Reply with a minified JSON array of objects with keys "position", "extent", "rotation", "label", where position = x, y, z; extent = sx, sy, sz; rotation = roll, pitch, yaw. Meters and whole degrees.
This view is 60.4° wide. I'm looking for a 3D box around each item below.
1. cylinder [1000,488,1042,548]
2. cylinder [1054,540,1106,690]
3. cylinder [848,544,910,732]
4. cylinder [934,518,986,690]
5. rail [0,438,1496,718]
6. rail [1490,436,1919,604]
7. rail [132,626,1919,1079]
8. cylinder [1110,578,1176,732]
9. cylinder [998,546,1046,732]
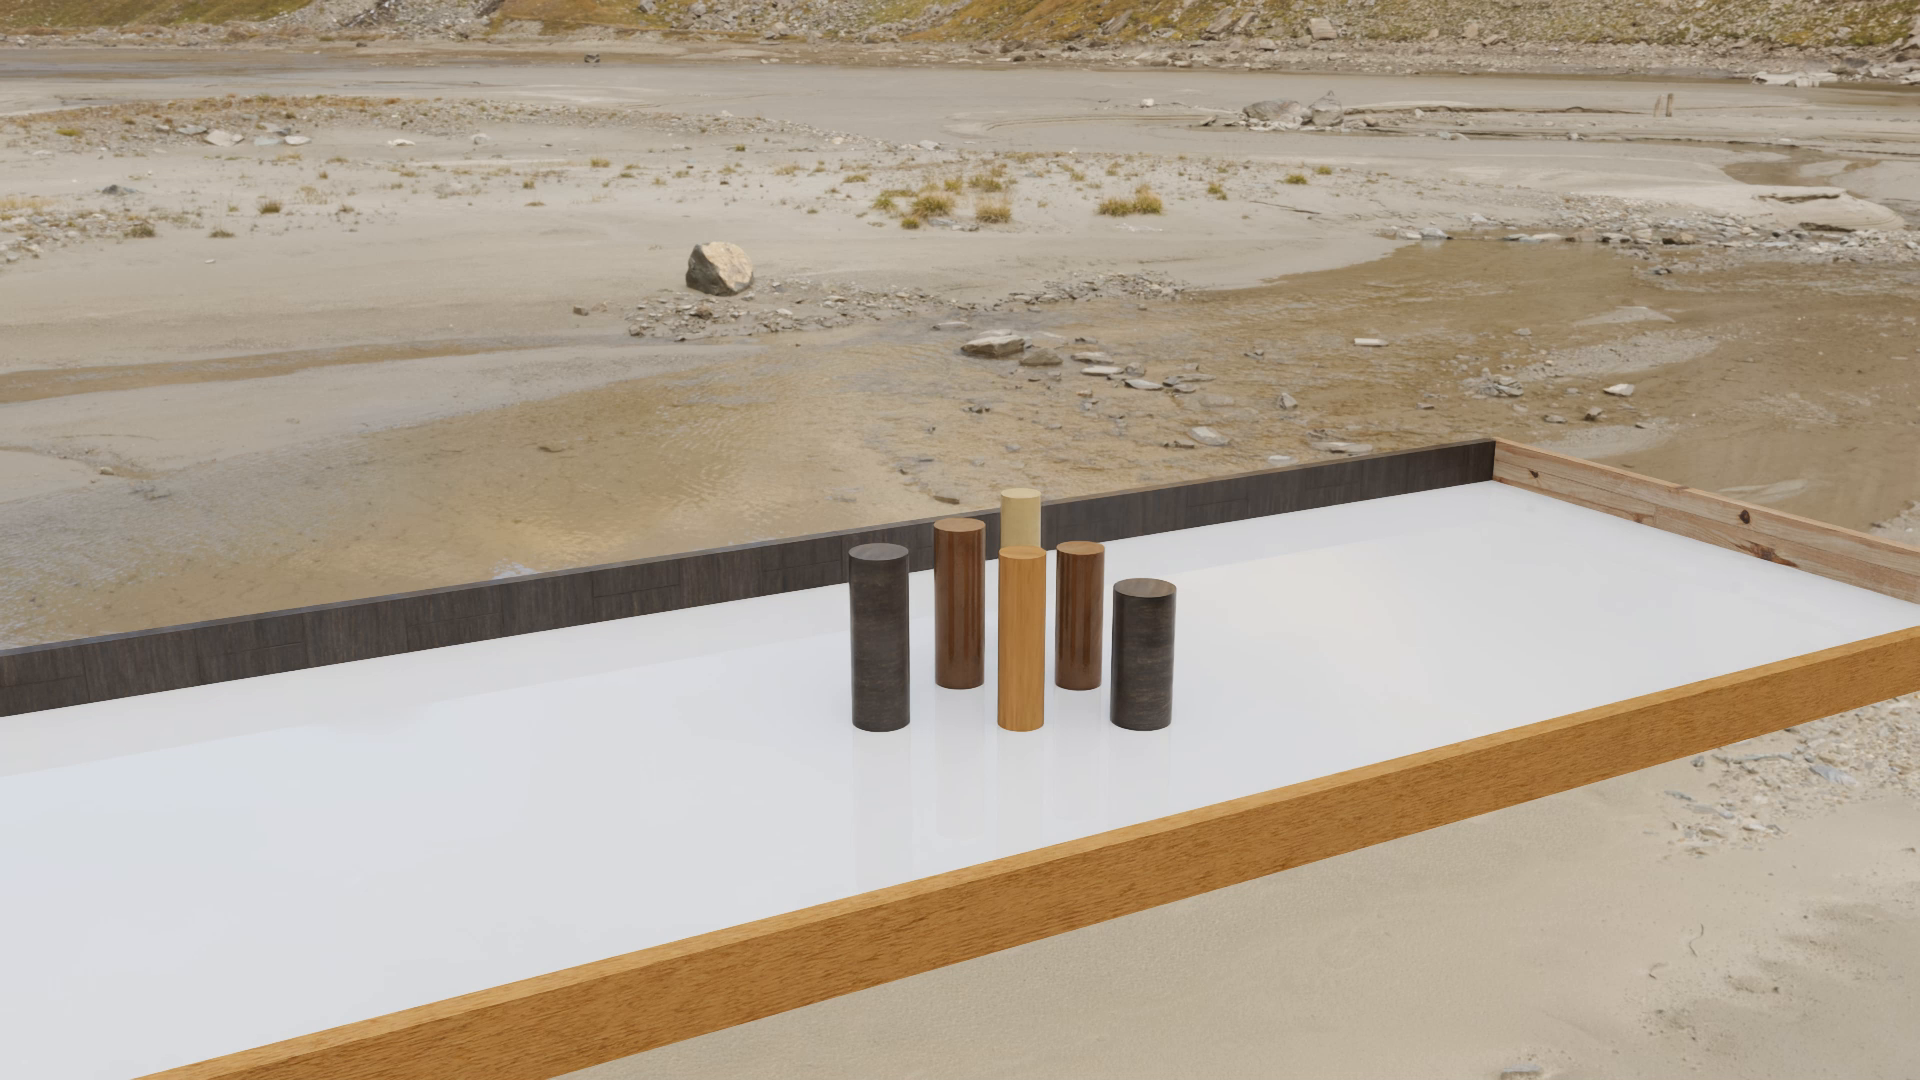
[{"position":[0.158,0.083,4.321],"extent":[0.105,0.424,0.105],"rotation":[0,16,0],"label":"cylinder"},{"position":[0.296,0.188,4.091],"extent":[0.120,0.352,0.120],"rotation":[0,16,0],"label":"cylinder"},{"position":[-0.187,0.227,3.841],"extent":[0.138,0.418,0.138],"rotation":[0,16,0],"label":"cylinder"},{"position":[-0.001,0.158,4.094],"extent":[0.127,0.408,0.127],"rotation":[0,16,0],"label":"cylinder"},{"position":[-3.305,0.497,3.399],"extent":[12.000,0.150,0.050],"rotation":[-9,18,-27],"label":"rail"},{"position":[2.466,-0.048,5.253],"extent":[0.050,0.150,2.100],"rotation":[-9,18,-27],"label":"rail"},{"position":[-2.336,1.006,1.665],"extent":[12.000,0.150,0.050],"rotation":[-9,18,-27],"label":"rail"},{"position":[0.428,0.267,3.864],"extent":[0.147,0.328,0.147],"rotation":[0,16,0],"label":"cylinder"},{"position":[0.143,0.229,3.830],"extent":[0.110,0.420,0.110],"rotation":[0,16,0],"label":"cylinder"}]
